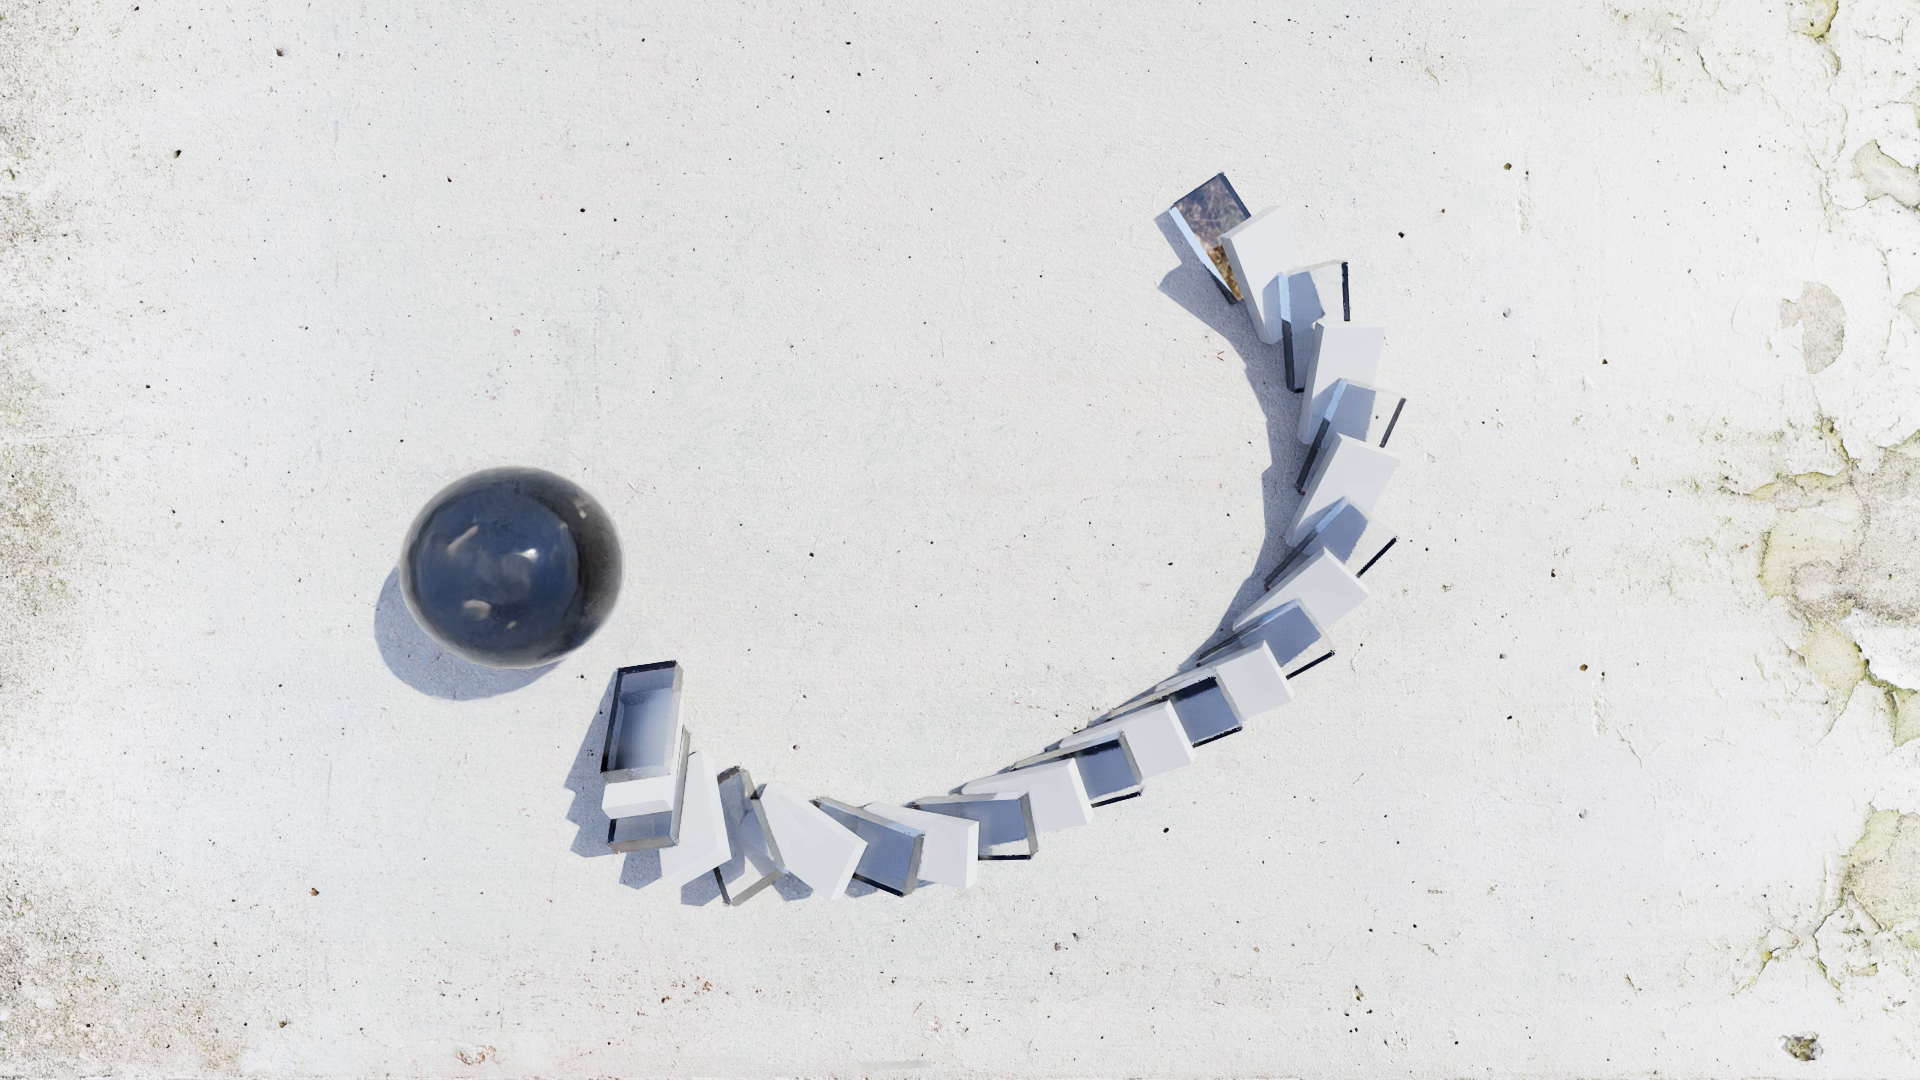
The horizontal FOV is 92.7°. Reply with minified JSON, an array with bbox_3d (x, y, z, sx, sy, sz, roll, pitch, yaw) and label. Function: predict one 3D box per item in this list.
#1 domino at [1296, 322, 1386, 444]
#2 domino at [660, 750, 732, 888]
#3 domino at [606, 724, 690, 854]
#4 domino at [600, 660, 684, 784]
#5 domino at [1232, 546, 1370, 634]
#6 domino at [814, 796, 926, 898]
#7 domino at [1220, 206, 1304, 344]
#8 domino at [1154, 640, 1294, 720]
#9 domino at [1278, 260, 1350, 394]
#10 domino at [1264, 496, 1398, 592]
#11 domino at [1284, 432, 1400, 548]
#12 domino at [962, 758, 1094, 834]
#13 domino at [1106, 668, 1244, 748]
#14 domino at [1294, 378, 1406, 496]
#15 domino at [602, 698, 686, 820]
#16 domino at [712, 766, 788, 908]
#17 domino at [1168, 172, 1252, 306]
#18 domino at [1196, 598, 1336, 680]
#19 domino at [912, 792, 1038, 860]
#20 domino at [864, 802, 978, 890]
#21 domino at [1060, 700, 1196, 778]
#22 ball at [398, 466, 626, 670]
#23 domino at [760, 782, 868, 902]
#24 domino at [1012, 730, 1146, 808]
[{"bbox_3d":[0.159,-0.066,0.385,0.025,0.010,0.050,0,116,0],"label":"domino"},{"bbox_3d":[-0.112,0.114,0.379,0.025,0.050,0.010,-29,135,1],"label":"domino"},{"bbox_3d":[-0.128,0.102,0.379,0.025,0.010,0.050,-8,47,0],"label":"domino"},{"bbox_3d":[-0.131,0.074,0.380,0.025,0.010,0.050,-8,47,0],"label":"domino"},{"bbox_3d":[0.142,0.029,0.385,0.025,0.009,0.050,43,116,0],"label":"domino"},{"bbox_3d":[-0.041,0.128,0.385,0.050,0.010,0.025,11,90,26],"label":"domino"},{"bbox_3d":[0.131,-0.111,0.385,0.025,0.009,0.050,-32,115,-1],"label":"domino"},{"bbox_3d":[0.110,0.064,0.385,0.050,0.009,0.025,-29,91,25],"label":"domino"},{"bbox_3d":[0.150,-0.090,0.386,0.025,0.010,0.050,-14,114,0],"label":"domino"},{"bbox_3d":[0.155,0.009,0.385,0.025,0.009,0.050,37,116,0],"label":"domino"},{"bbox_3d":[0.160,-0.017,0.385,0.025,0.009,0.050,19,115,0],"label":"domino"},{"bbox_3d":[0.028,0.110,0.385,0.050,0.009,0.025,-20,90,24],"label":"domino"},{"bbox_3d":[0.090,0.076,0.385,0.050,0.009,0.025,-29,90,25],"label":"domino"},{"bbox_3d":[0.163,-0.040,0.385,0.025,0.009,0.050,14,115,0],"label":"domino"},{"bbox_3d":[-0.130,0.088,0.380,0.025,0.010,0.050,-8,47,0],"label":"domino"},{"bbox_3d":[-0.093,0.123,0.382,0.025,0.009,0.050,-34,55,0],"label":"domino"},{"bbox_3d":[0.115,-0.130,0.395,0.025,0.010,0.050,-33,90,0],"label":"domino"},{"bbox_3d":[0.128,0.048,0.385,0.050,0.009,0.025,-37,90,25],"label":"domino"},{"bbox_3d":[0.006,0.121,0.385,0.050,0.009,0.025,-11,90,26],"label":"domino"},{"bbox_3d":[-0.017,0.128,0.385,0.050,0.009,0.025,2,90,26],"label":"domino"},{"bbox_3d":[0.070,0.088,0.385,0.050,0.009,0.025,-26,90,25],"label":"domino"},{"bbox_3d":[-0.174,0.011,0.360,0.080,0.080,0.080,0,90,0],"label":"ball"},{"bbox_3d":[-0.066,0.126,0.385,0.050,0.010,0.025,26,90,26],"label":"domino"},{"bbox_3d":[0.050,0.100,0.385,0.050,0.009,0.025,-23,90,25],"label":"domino"}]
